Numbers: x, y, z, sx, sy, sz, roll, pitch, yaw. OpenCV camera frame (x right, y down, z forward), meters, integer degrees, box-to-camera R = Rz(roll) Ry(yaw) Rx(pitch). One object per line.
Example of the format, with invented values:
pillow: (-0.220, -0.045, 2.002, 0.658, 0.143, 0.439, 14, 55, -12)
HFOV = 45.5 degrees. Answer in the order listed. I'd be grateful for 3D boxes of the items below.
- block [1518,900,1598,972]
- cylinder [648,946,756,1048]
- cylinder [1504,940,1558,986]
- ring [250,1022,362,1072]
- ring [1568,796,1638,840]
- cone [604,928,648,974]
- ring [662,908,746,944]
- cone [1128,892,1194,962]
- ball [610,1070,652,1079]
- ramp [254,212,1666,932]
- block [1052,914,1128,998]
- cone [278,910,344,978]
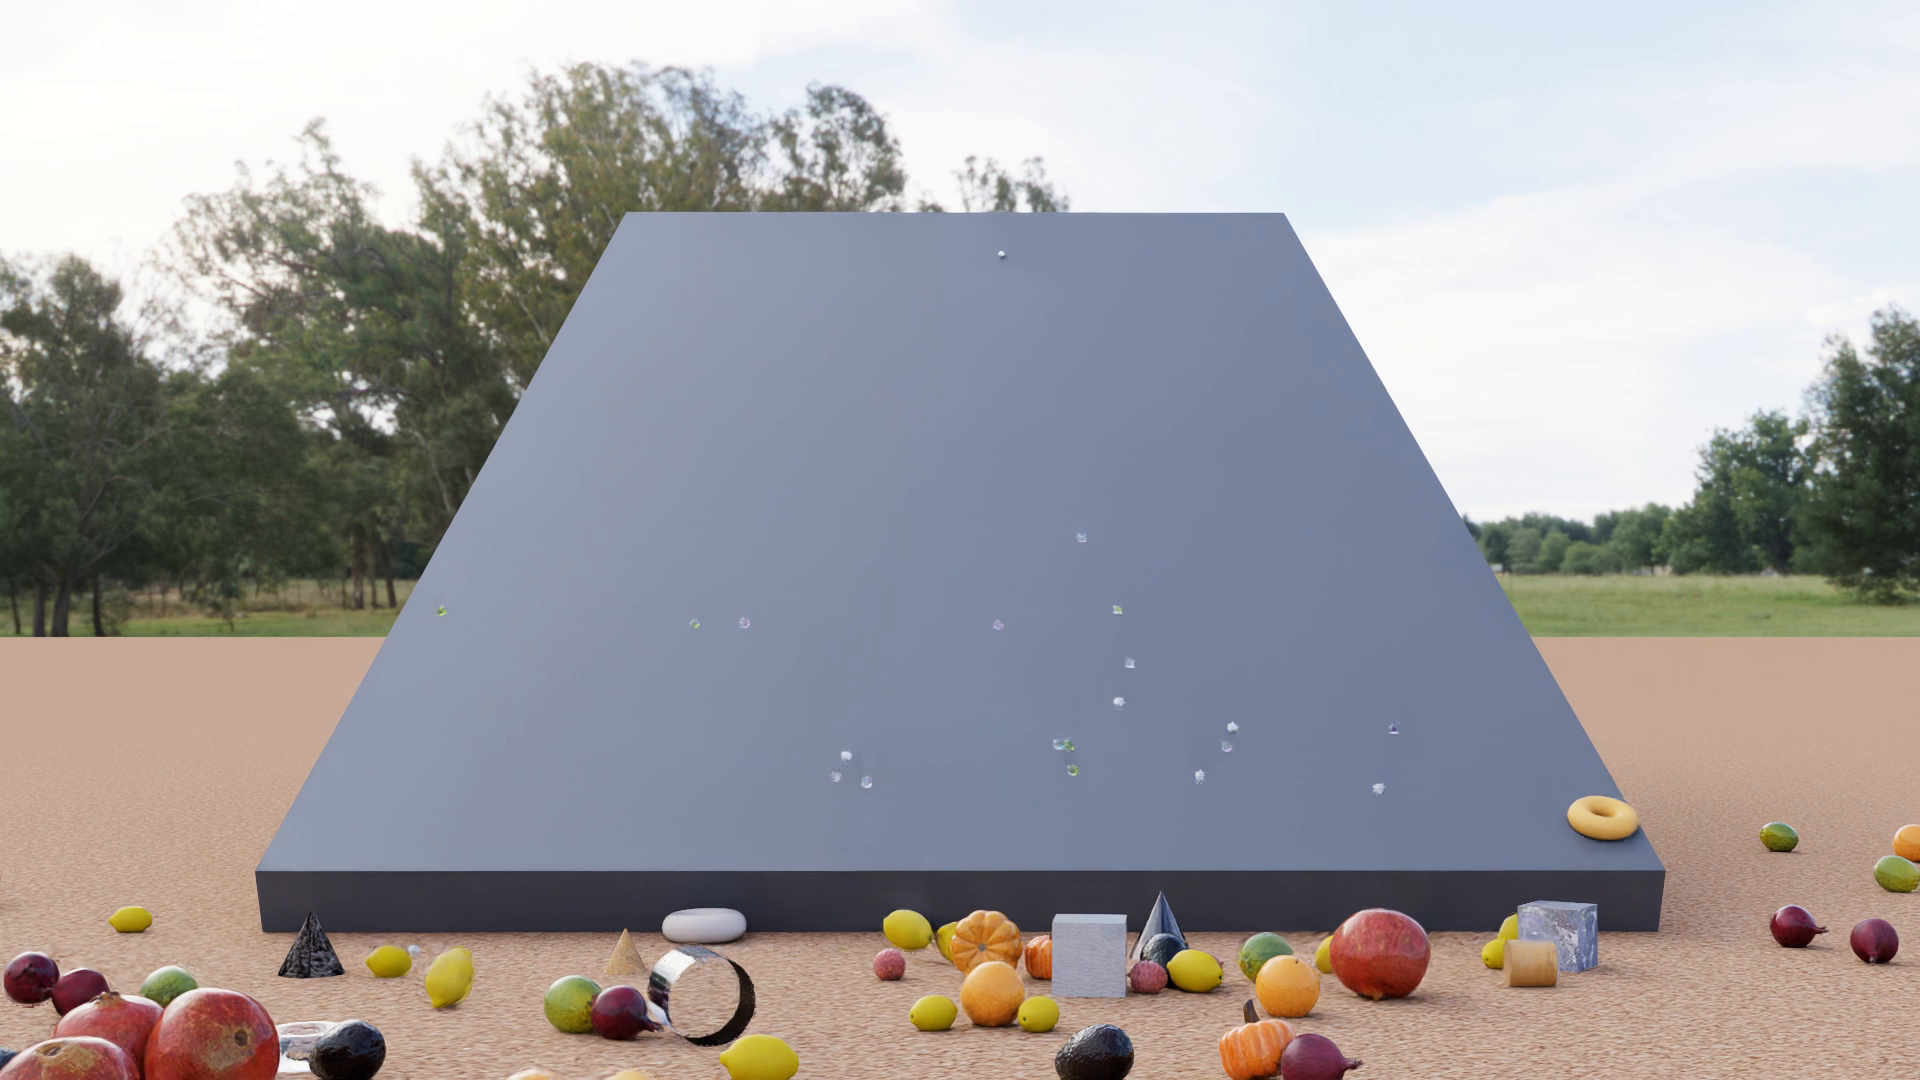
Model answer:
block: (0.769, 0.509, 2.946, 0.078, 0.078, 0.078, -2, -3, 34)
cylinder: (-0.274, 0.481, 2.420, 0.093, 0.093, 0.093, 1, -2, -21)
cylinder: (0.692, 0.514, 2.779, 0.055, 0.055, 0.055, 0, -2, 5)
ring: (-0.651, 0.504, 2.280, 0.108, 0.036, 0.108, -1, -1, 0)
ring: (0.944, 0.408, 3.358, 0.101, 0.034, 0.101, 1, 21, 0)
cone: (-0.424, 0.519, 2.901, 0.056, 0.056, 0.056, 0, -2, 0)
ring: (-0.357, 0.539, 3.197, 0.118, 0.039, 0.118, -1, -2, 0)
cone: (0.266, 0.508, 3.026, 0.088, 0.088, 0.088, 0, -2, 0)
ball: (-0.286, 0.485, 1.979, 0.051, 0.051, 0.051, 0, -2, 0)
ramp: (-0.006, -0.218, 5.123, 2.000, 0.100, 4.000, 0, 22, 0)
block: (0.156, 0.497, 2.743, 0.086, 0.086, 0.086, 0, -2, 6)
cone: (-0.817, 0.505, 2.884, 0.083, 0.083, 0.083, 0, -2, 0)
